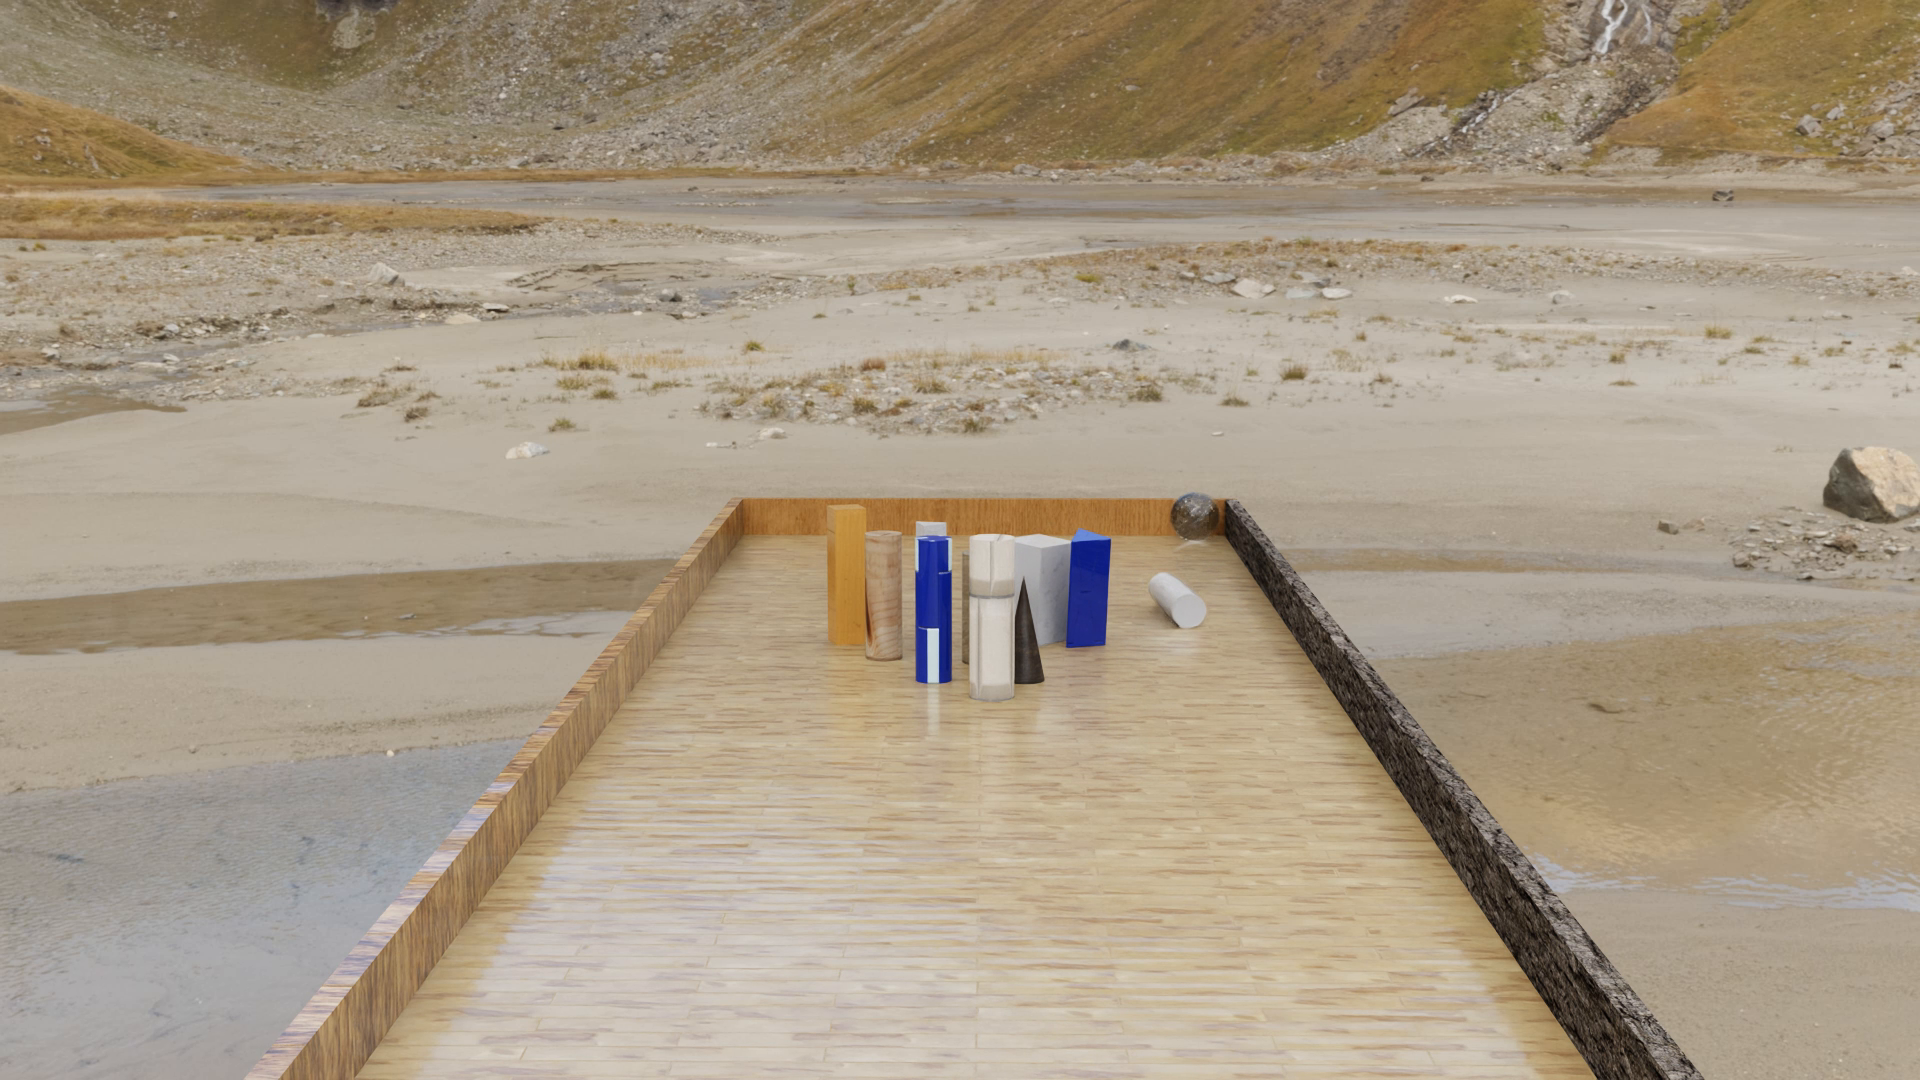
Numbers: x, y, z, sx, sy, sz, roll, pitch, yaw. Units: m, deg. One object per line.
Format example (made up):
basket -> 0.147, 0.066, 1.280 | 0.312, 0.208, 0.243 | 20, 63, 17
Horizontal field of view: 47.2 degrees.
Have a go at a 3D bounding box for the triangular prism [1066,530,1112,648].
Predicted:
triangular prism -> 0.385, 0.149, 6.888 | 0.129, 0.352, 0.111 | -4, 20, -16

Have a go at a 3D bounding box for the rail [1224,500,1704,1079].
rail -> 1.046, 0.843, 3.208 | 0.050, 0.150, 12.000 | 0, 9, 1

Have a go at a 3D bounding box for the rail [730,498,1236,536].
rail -> 0.099, -0.098, 9.147 | 2.100, 0.150, 0.050 | 0, 9, 1

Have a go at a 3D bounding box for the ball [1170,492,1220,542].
ball -> 0.959, -0.096, 8.973 | 0.201, 0.201, 0.201 | 0, 9, 0

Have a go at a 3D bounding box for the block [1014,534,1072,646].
block -> 0.247, 0.158, 6.975 | 0.162, 0.317, 0.162 | -9, 16, -44

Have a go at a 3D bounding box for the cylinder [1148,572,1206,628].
cylinder -> 0.726, 0.200, 7.381 | 0.114, 0.114, 0.413 | -1, 9, -6

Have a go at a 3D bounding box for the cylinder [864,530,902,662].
cylinder -> -0.233, 0.170, 6.706 | 0.114, 0.385, 0.114 | 0, 9, 0

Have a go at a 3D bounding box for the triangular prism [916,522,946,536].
triangular prism -> -0.107, 0.136, 6.923 | 0.084, 0.384, 0.097 | 8, 12, 43

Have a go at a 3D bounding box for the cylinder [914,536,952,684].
cylinder -> -0.077, 0.202, 6.399 | 0.107, 0.419, 0.107 | 0, 9, 0

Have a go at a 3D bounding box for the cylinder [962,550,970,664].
cylinder -> 0.081, 0.203, 6.658 | 0.151, 0.335, 0.151 | 0, 9, 0

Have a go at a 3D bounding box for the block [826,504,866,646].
block -> -0.357, 0.109, 6.947 | 0.101, 0.431, 0.101 | -3, 9, -18

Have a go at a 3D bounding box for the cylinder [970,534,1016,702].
cylinder -> 0.090, 0.218, 6.183 | 0.128, 0.455, 0.128 | 0, 9, 0

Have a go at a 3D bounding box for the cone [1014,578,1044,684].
cone -> 0.185, 0.255, 6.407 | 0.127, 0.311, 0.127 | 0, 9, 0

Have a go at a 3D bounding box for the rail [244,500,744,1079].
rail -> -1.004, 0.839, 3.234 | 0.050, 0.150, 12.000 | 0, 9, 1
